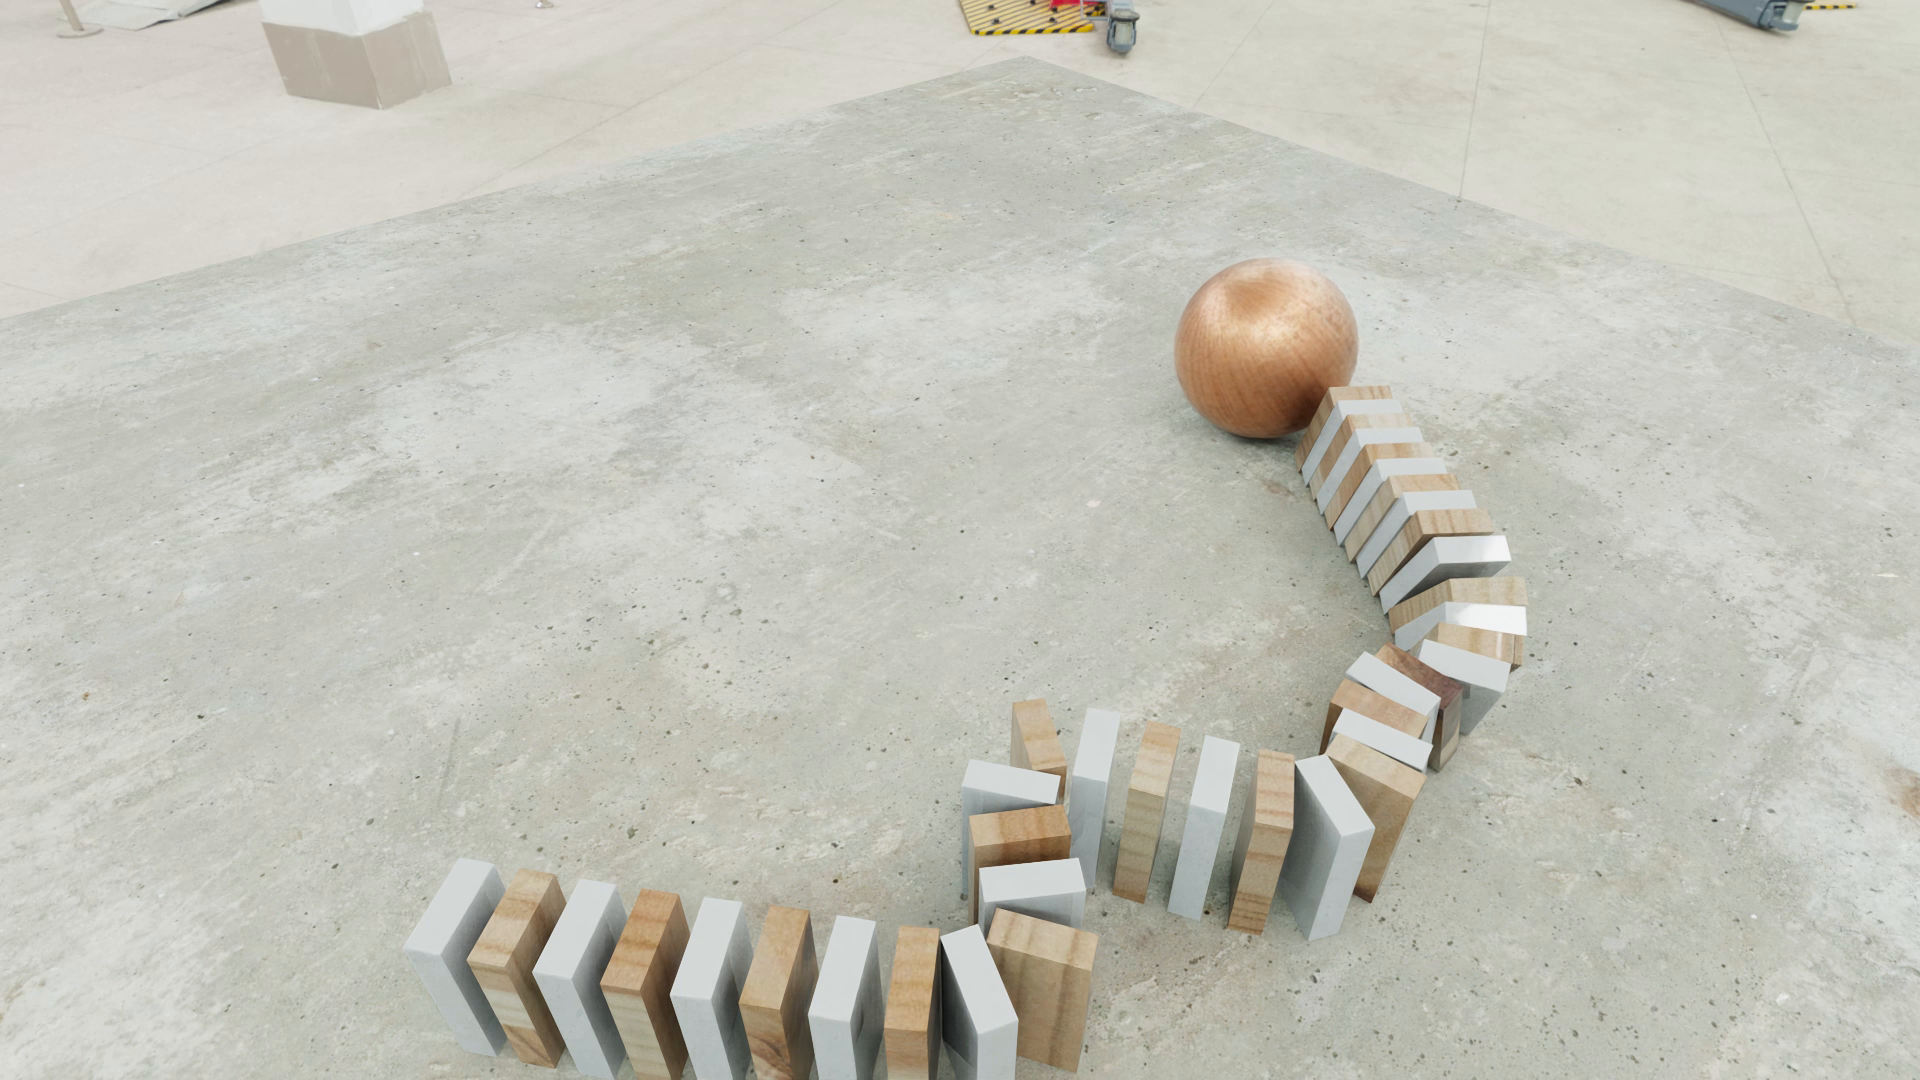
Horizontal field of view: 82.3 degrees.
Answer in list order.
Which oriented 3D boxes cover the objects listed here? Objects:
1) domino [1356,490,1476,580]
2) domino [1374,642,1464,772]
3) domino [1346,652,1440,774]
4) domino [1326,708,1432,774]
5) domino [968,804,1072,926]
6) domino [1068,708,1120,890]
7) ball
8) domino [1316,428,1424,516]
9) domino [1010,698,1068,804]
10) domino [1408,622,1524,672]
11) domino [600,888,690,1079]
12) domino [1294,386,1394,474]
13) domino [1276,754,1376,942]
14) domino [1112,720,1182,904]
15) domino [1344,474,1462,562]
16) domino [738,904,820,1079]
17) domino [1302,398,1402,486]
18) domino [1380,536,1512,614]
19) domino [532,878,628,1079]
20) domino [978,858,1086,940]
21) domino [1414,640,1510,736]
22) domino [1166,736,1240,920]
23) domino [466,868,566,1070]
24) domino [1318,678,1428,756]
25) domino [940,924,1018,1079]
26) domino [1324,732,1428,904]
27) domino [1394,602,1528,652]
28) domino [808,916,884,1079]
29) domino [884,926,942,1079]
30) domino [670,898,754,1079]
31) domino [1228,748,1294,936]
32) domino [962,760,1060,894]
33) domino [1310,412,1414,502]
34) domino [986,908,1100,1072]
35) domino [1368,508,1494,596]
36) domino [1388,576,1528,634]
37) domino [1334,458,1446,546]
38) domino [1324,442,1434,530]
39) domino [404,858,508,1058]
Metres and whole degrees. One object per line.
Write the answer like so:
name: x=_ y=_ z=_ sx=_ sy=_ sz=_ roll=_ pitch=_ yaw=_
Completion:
domino: x=0.170 y=-0.001 z=0.413 sx=0.025 sy=0.050 sz=0.010 roll=-2 pitch=61 yaw=-2
domino: x=0.143 y=0.053 z=0.347 sx=0.009 sy=0.050 sz=0.025 roll=-46 pitch=53 yaw=-11
domino: x=0.132 y=0.058 z=0.341 sx=0.010 sy=0.050 sz=0.025 roll=-41 pitch=52 yaw=-17
domino: x=0.118 y=0.073 z=0.322 sx=0.025 sy=0.050 sz=0.009 roll=23 pitch=49 yaw=25
domino: x=0.015 y=0.093 z=0.298 sx=0.025 sy=0.050 sz=0.009 roll=-5 pitch=40 yaw=-7
domino: x=0.038 y=0.075 z=0.319 sx=0.009 sy=0.050 sz=0.025 roll=9 pitch=40 yaw=11
ball: x=0.136 y=-0.086 z=0.492 sx=0.080 sy=0.080 sz=0.080 roll=0 pitch=39 yaw=0
domino: x=0.165 y=-0.027 z=0.444 sx=0.025 sy=0.050 sz=0.009 roll=-2 pitch=61 yaw=-2
domino: x=0.022 y=0.073 z=0.322 sx=0.010 sy=0.050 sz=0.025 roll=-7 pitch=40 yaw=-8
domino: x=0.165 y=0.040 z=0.364 sx=0.025 sy=0.050 sz=0.009 roll=9 pitch=72 yaw=11
domino: x=-0.075 y=0.113 z=0.274 sx=0.009 sy=0.050 sz=0.025 roll=6 pitch=40 yaw=7
domino: x=0.163 y=-0.046 z=0.468 sx=0.025 sy=0.050 sz=0.010 roll=-2 pitch=61 yaw=-2
domino: x=0.099 y=0.086 z=0.306 sx=0.009 sy=0.050 sz=0.025 roll=-11 pitch=41 yaw=-10
domino: x=0.053 y=0.079 z=0.316 sx=0.009 sy=0.050 sz=0.025 roll=13 pitch=41 yaw=15
domino: x=0.169 y=-0.008 z=0.421 sx=0.025 sy=0.050 sz=0.010 roll=-2 pitch=61 yaw=-2
domino: x=-0.043 y=0.115 z=0.270 sx=0.009 sy=0.050 sz=0.025 roll=6 pitch=40 yaw=7
domino: x=0.163 y=-0.040 z=0.460 sx=0.025 sy=0.050 sz=0.010 roll=-2 pitch=61 yaw=-2
domino: x=0.173 y=0.013 z=0.396 sx=0.025 sy=0.050 sz=0.009 roll=-2 pitch=66 yaw=-2
domino: x=-0.091 y=0.111 z=0.276 sx=0.009 sy=0.050 sz=0.025 roll=6 pitch=40 yaw=8
domino: x=0.018 y=0.103 z=0.286 sx=0.025 sy=0.050 sz=0.010 roll=-4 pitch=40 yaw=-5
domino: x=0.157 y=0.048 z=0.354 sx=0.025 sy=0.050 sz=0.009 roll=17 pitch=70 yaw=19
domino: x=0.069 y=0.082 z=0.311 sx=0.009 sy=0.050 sz=0.025 roll=12 pitch=41 yaw=15
domino: x=-0.107 y=0.109 z=0.278 sx=0.009 sy=0.050 sz=0.025 roll=7 pitch=40 yaw=8
domino: x=0.123 y=0.064 z=0.332 sx=0.025 sy=0.050 sz=0.009 roll=26 pitch=59 yaw=28
domino: x=0.004 y=0.119 z=0.266 sx=0.009 sy=0.050 sz=0.025 roll=-13 pitch=41 yaw=-16
domino: x=0.113 y=0.080 z=0.314 sx=0.025 sy=0.050 sz=0.010 roll=26 pitch=47 yaw=28
domino: x=0.170 y=0.032 z=0.376 sx=0.025 sy=0.050 sz=0.009 roll=3 pitch=75 yaw=4
domino: x=-0.027 y=0.117 z=0.268 sx=0.009 sy=0.050 sz=0.025 roll=6 pitch=40 yaw=8
domino: x=-0.011 y=0.119 z=0.266 sx=0.010 sy=0.050 sz=0.025 roll=4 pitch=39 yaw=4
domino: x=-0.059 y=0.114 z=0.272 sx=0.009 sy=0.050 sz=0.025 roll=5 pitch=40 yaw=6
domino: x=0.084 y=0.085 z=0.308 sx=0.010 sy=0.050 sz=0.025 roll=9 pitch=40 yaw=11
domino: x=0.014 y=0.084 z=0.309 sx=0.025 sy=0.050 sz=0.009 roll=9 pitch=40 yaw=10
domino: x=0.164 y=-0.033 z=0.452 sx=0.025 sy=0.050 sz=0.009 roll=-2 pitch=61 yaw=-2
domino: x=0.019 y=0.113 z=0.274 sx=0.025 sy=0.050 sz=0.010 roll=11 pitch=41 yaw=13
domino: x=0.172 y=0.005 z=0.405 sx=0.025 sy=0.050 sz=0.009 roll=-2 pitch=61 yaw=-2
domino: x=0.173 y=0.024 z=0.386 sx=0.025 sy=0.050 sz=0.009 roll=-2 pitch=75 yaw=-2
domino: x=0.167 y=-0.014 z=0.429 sx=0.025 sy=0.050 sz=0.010 roll=-2 pitch=61 yaw=-2
domino: x=0.166 y=-0.021 z=0.437 sx=0.025 sy=0.050 sz=0.009 roll=-2 pitch=61 yaw=-2
domino: x=-0.123 y=0.107 z=0.281 sx=0.009 sy=0.050 sz=0.025 roll=7 pitch=40 yaw=8
